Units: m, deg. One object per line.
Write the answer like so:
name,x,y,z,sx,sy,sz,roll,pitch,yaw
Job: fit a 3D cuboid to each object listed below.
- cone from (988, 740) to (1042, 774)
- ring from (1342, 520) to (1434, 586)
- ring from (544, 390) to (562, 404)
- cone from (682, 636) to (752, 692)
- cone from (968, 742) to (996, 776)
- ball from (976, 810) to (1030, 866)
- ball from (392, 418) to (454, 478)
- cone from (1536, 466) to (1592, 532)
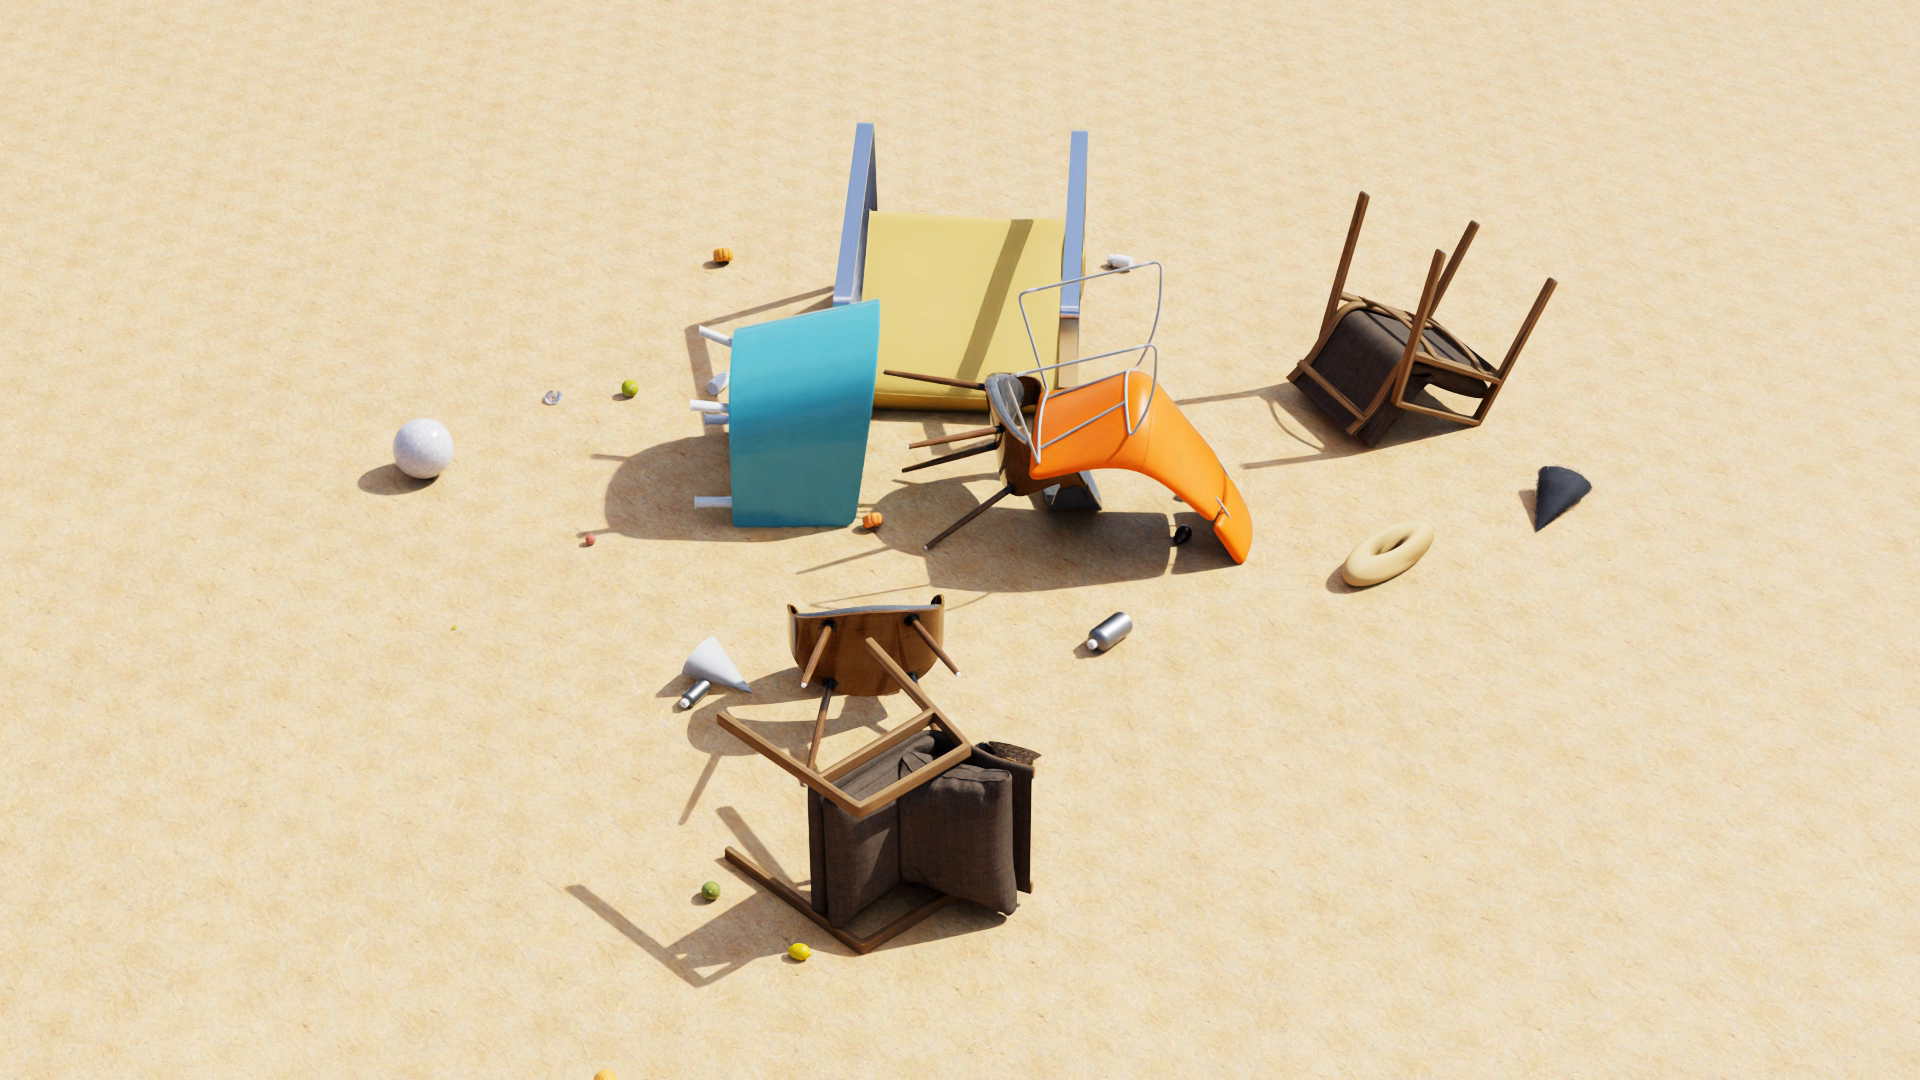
cone,0.171,0.739,9.763,0.188,0.181,0.094,12,79,14
ring,1.576,0.046,10.778,0.483,0.108,0.184,-28,41,-35
ring,-1.636,-0.576,11.797,0.071,0.024,0.096,-1,33,0
cone,-0.810,0.466,10.163,0.234,0.158,0.238,33,18,11
cone,0.092,0.739,9.785,0.067,0.107,0.119,22,30,-52
ball,0.137,0.949,9.344,0.175,0.175,0.175,0,33,0
ball,-2.063,-0.352,11.266,0.234,0.234,0.234,0,33,0
cone,2.229,-0.125,11.077,0.217,0.129,0.317,18,49,23
